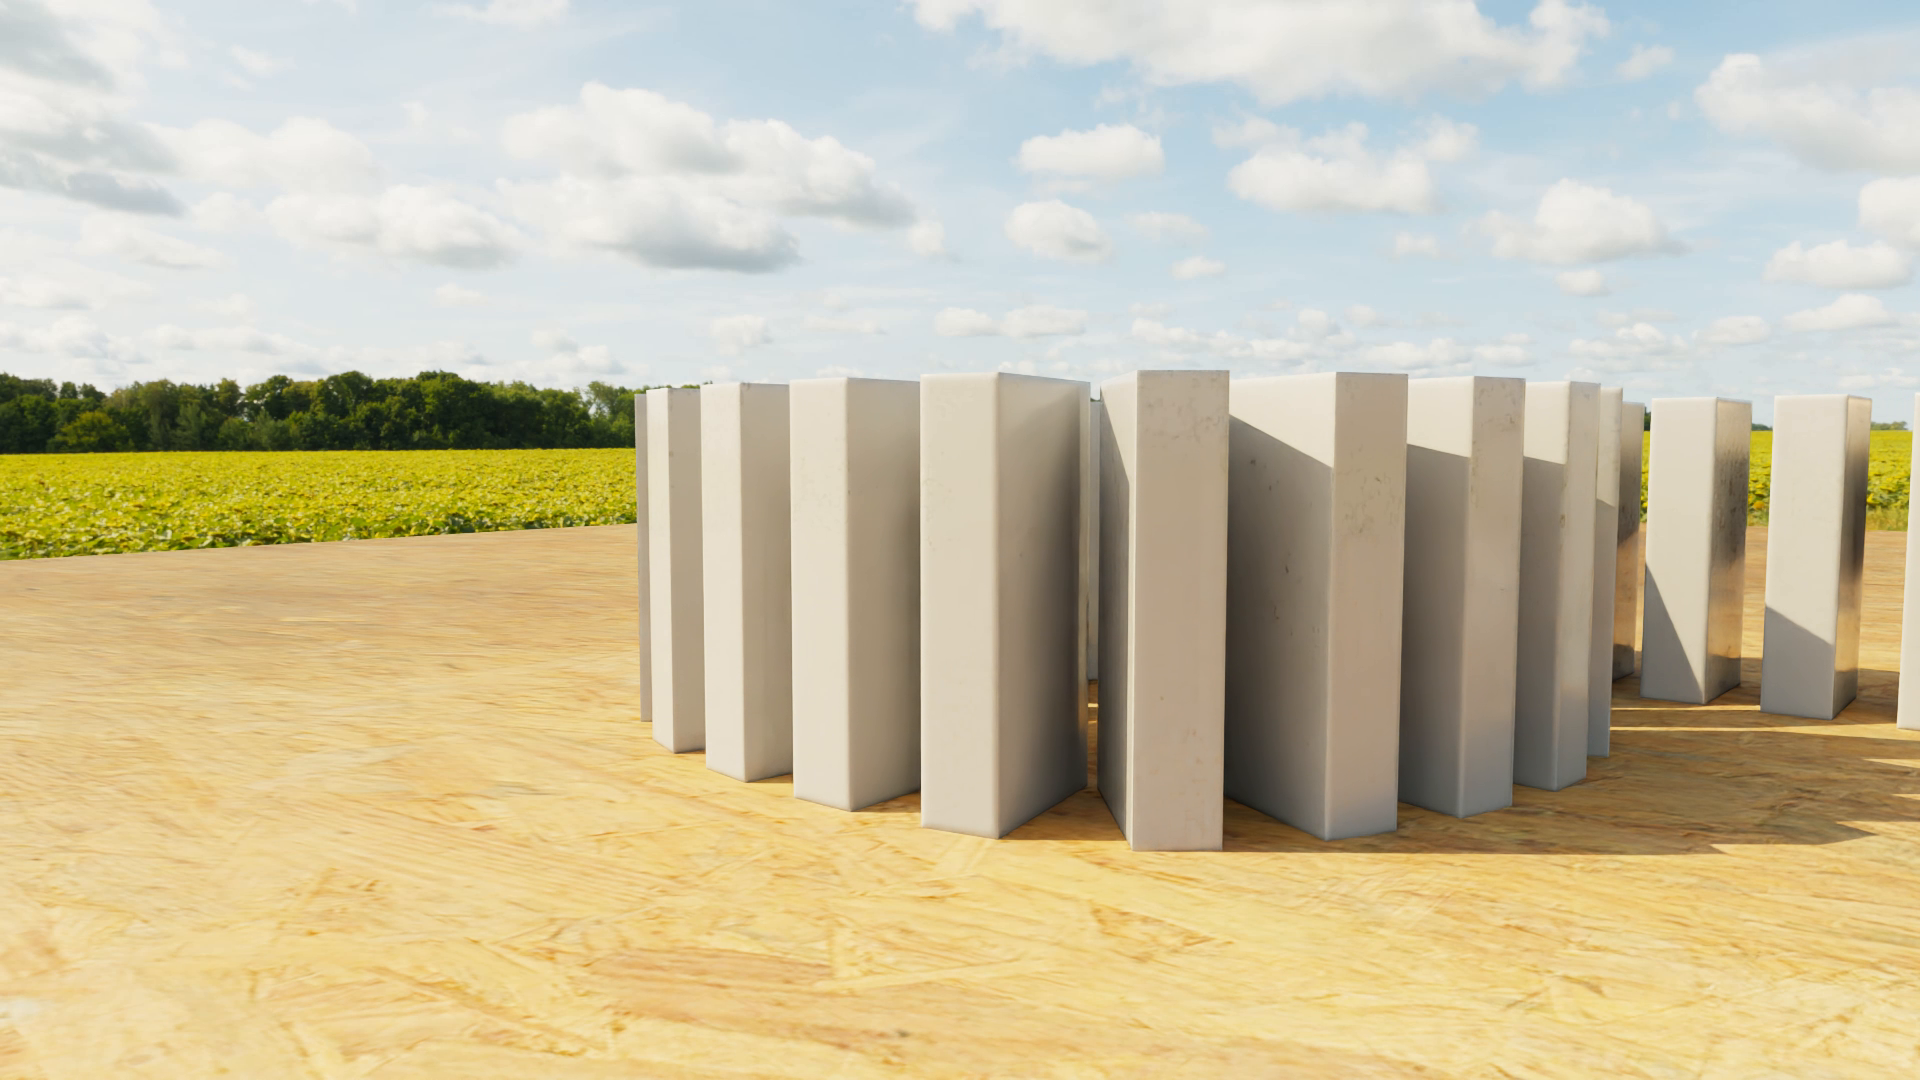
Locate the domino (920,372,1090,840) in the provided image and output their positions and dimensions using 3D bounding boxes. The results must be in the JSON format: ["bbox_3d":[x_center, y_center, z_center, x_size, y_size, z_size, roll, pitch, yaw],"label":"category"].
[{"bbox_3d":[0.006,0.006,0.149,0.010,0.050,0.025,2,5,28],"label":"domino"}]

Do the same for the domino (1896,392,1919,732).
[{"bbox_3d":[0.152,0.003,0.196,0.009,0.050,0.025,4,6,40],"label":"domino"}]

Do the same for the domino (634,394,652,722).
[{"bbox_3d":[-0.037,0.002,0.201,0.025,0.050,0.009,-1,4,-7],"label":"domino"}]

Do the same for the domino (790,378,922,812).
[{"bbox_3d":[-0.008,0.006,0.159,0.010,0.050,0.025,4,6,40],"label":"domino"}]

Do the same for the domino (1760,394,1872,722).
[{"bbox_3d":[0.139,0.002,0.208,0.009,0.050,0.025,4,6,42],"label":"domino"}]

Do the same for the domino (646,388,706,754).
[{"bbox_3d":[-0.031,0.004,0.185,0.025,0.050,0.010,-3,5,-30],"label":"domino"}]

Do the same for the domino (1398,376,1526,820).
[{"bbox_3d":[0.054,0.006,0.157,0.009,0.050,0.025,-3,5,-33],"label":"domino"}]

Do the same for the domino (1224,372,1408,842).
[{"bbox_3d":[0.039,0.006,0.149,0.010,0.050,0.025,-2,5,-22],"label":"domino"}]

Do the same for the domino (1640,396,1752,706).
[{"bbox_3d":[0.126,0.001,0.219,0.010,0.050,0.025,4,6,43],"label":"domino"}]

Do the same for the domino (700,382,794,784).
[{"bbox_3d":[-0.021,0.005,0.171,0.025,0.050,0.009,-4,6,-41],"label":"domino"}]

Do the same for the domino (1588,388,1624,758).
[{"bbox_3d":[0.078,0.004,0.181,0.025,0.050,0.009,2,5,20],"label":"domino"}]

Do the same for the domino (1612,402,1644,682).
[{"bbox_3d":[0.114,0.000,0.231,0.010,0.050,0.025,4,6,43],"label":"domino"}]

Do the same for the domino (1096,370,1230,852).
[{"bbox_3d":[0.022,0.007,0.145,0.010,0.050,0.025,0,4,-2],"label":"domino"}]

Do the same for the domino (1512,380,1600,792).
[{"bbox_3d":[0.068,0.005,0.167,0.009,0.050,0.025,-4,6,-43],"label":"domino"}]

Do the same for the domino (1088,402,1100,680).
[{"bbox_3d":[0.021,-0.001,0.242,0.009,0.050,0.025,-1,4,-14],"label":"domino"}]
